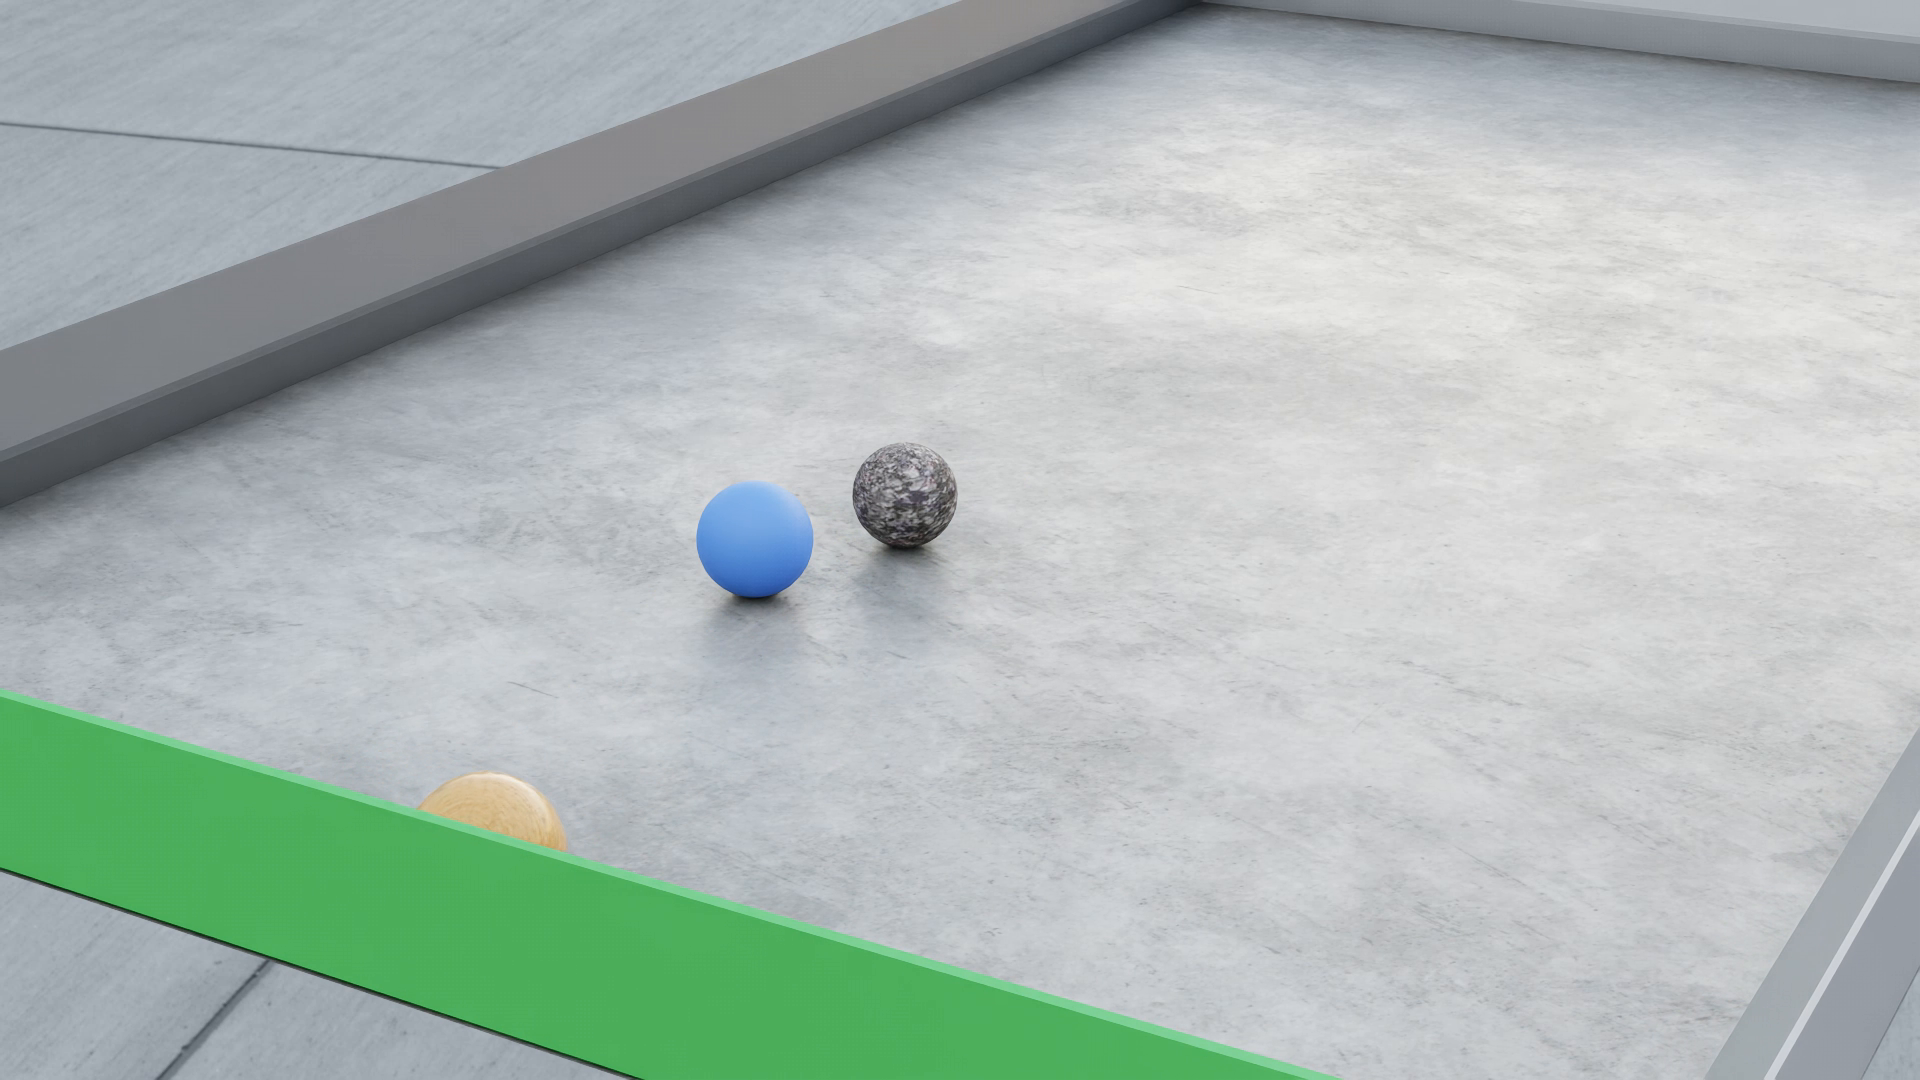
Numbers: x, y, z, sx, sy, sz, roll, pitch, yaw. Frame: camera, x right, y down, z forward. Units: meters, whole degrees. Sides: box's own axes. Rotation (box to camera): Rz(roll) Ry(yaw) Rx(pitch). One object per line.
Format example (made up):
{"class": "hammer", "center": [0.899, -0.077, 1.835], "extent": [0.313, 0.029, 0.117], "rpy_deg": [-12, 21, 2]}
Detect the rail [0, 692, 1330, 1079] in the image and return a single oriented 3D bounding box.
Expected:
{"class": "rail", "center": [-0.299, 0.178, 1.550], "extent": [1.409, 0.117, 0.045], "rpy_deg": [12, 25, 27]}

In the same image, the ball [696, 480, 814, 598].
{"class": "ball", "center": [-0.142, -0.001, 2.038], "extent": [0.081, 0.081, 0.081], "rpy_deg": [0, 22, 0]}

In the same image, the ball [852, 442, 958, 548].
{"class": "ball", "center": [-0.040, -0.032, 2.123], "extent": [0.076, 0.076, 0.076], "rpy_deg": [0, 22, 0]}

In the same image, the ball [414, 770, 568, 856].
{"class": "ball", "center": [-0.259, 0.171, 1.605], "extent": [0.090, 0.090, 0.090], "rpy_deg": [0, 22, 0]}

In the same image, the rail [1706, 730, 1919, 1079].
{"class": "rail", "center": [0.902, -0.099, 2.230], "extent": [0.045, 0.117, 2.511], "rpy_deg": [12, 25, 27]}

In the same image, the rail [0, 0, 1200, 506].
{"class": "rail", "center": [-0.281, -0.353, 2.854], "extent": [0.045, 0.117, 2.511], "rpy_deg": [12, 25, 27]}

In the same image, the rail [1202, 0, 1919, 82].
{"class": "rail", "center": [0.920, -0.630, 3.533], "extent": [1.409, 0.117, 0.045], "rpy_deg": [12, 25, 27]}
